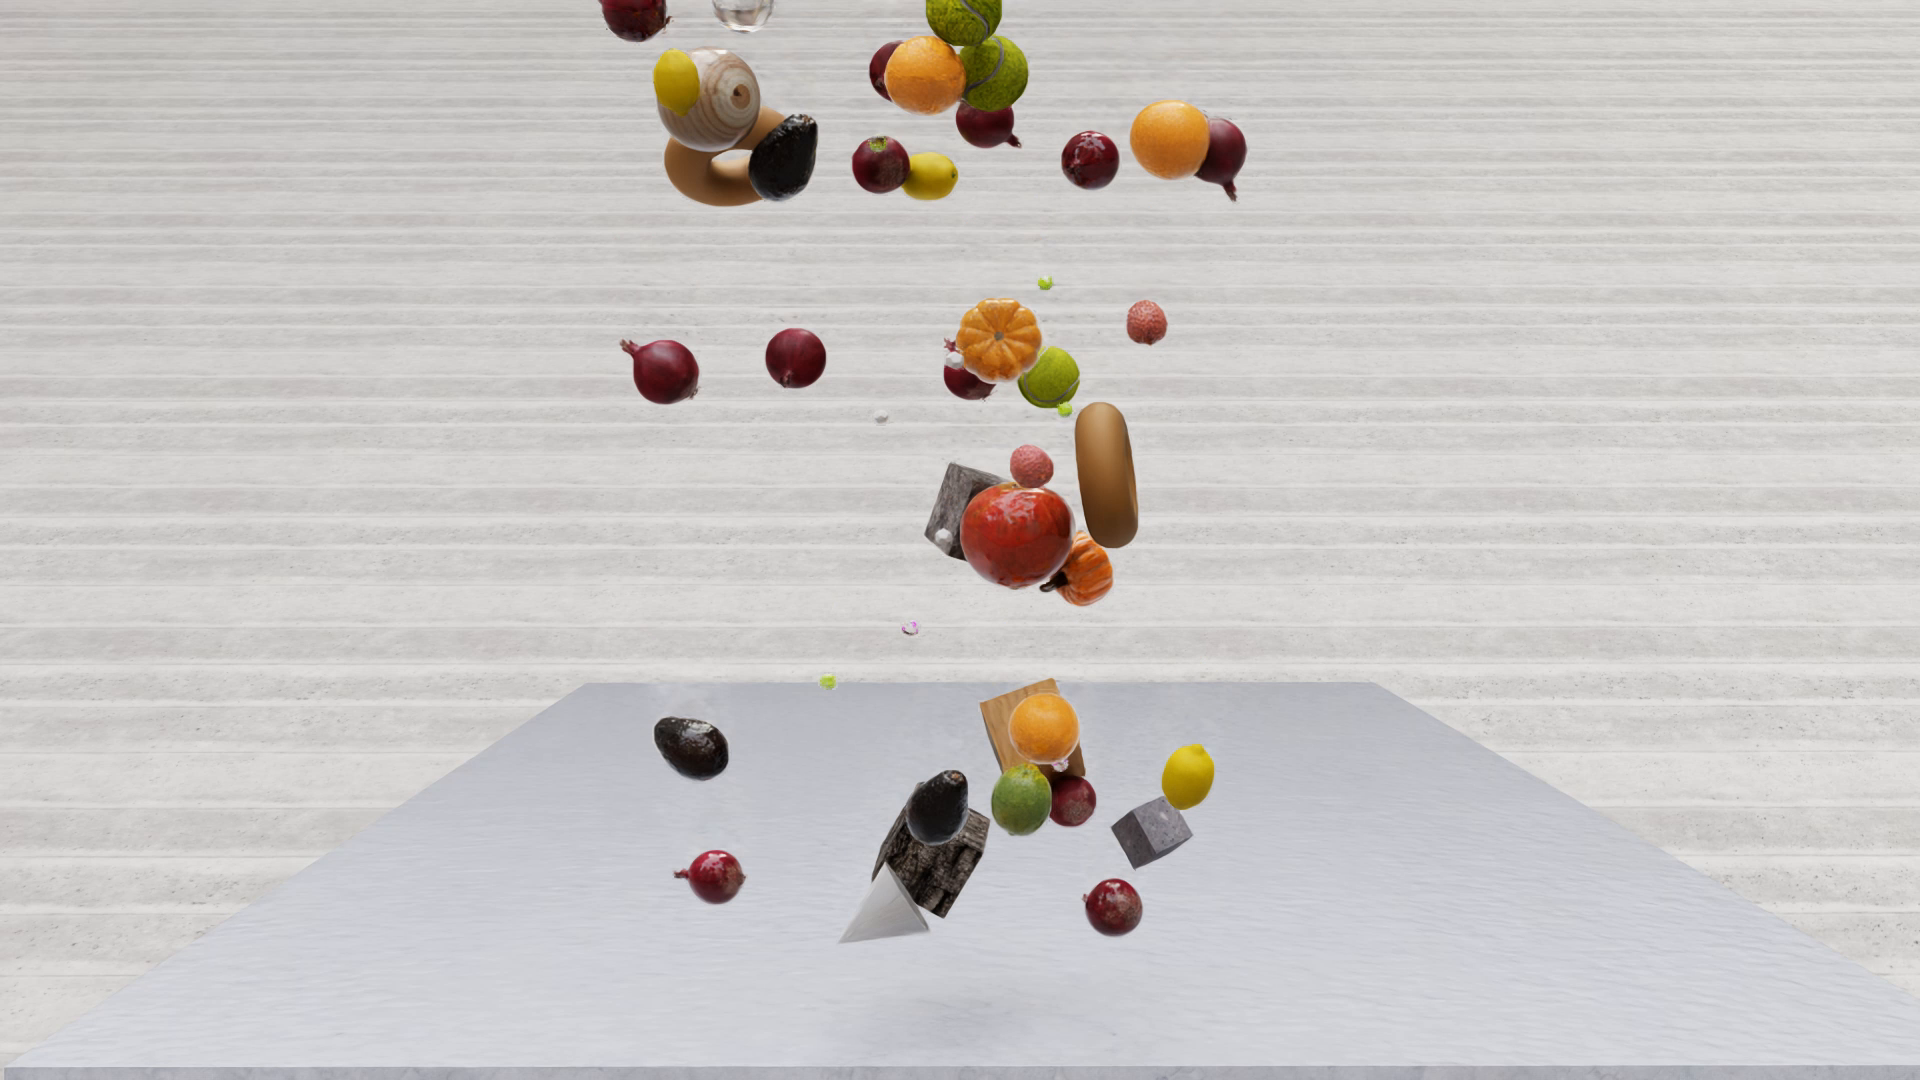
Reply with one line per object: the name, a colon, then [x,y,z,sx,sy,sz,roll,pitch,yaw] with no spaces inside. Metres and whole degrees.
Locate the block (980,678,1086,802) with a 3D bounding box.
block: [0.083,0.228,2.935,0.090,0.090,0.090,-19,61,-3]

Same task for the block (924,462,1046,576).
block: [0.025,-0.022,2.662,0.082,0.082,0.082,16,10,-22]

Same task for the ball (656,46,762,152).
ball: [-0.231,-0.406,2.372,0.096,0.096,0.096,0,24,0]

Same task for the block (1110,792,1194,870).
block: [0.199,0.302,2.670,0.051,0.051,0.051,-21,74,-33]

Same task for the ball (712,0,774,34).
ball: [-0.201,-0.499,2.390,0.058,0.058,0.058,0,24,0]

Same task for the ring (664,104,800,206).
ring: [-0.221,-0.374,2.505,0.134,0.134,0.045,-6,61,-13]

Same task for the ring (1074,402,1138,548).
ring: [0.145,-0.064,2.536,0.049,0.146,0.146,-7,23,8]

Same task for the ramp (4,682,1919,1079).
ramp: [0.054,0.490,4.542,2.000,0.100,4.000,0,2,0]

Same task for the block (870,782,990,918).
block: [-0.032,0.344,2.865,0.092,0.092,0.092,29,18,-4]

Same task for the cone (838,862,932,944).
cone: [-0.092,0.400,2.707,0.090,0.090,0.090,-33,28,-1]
